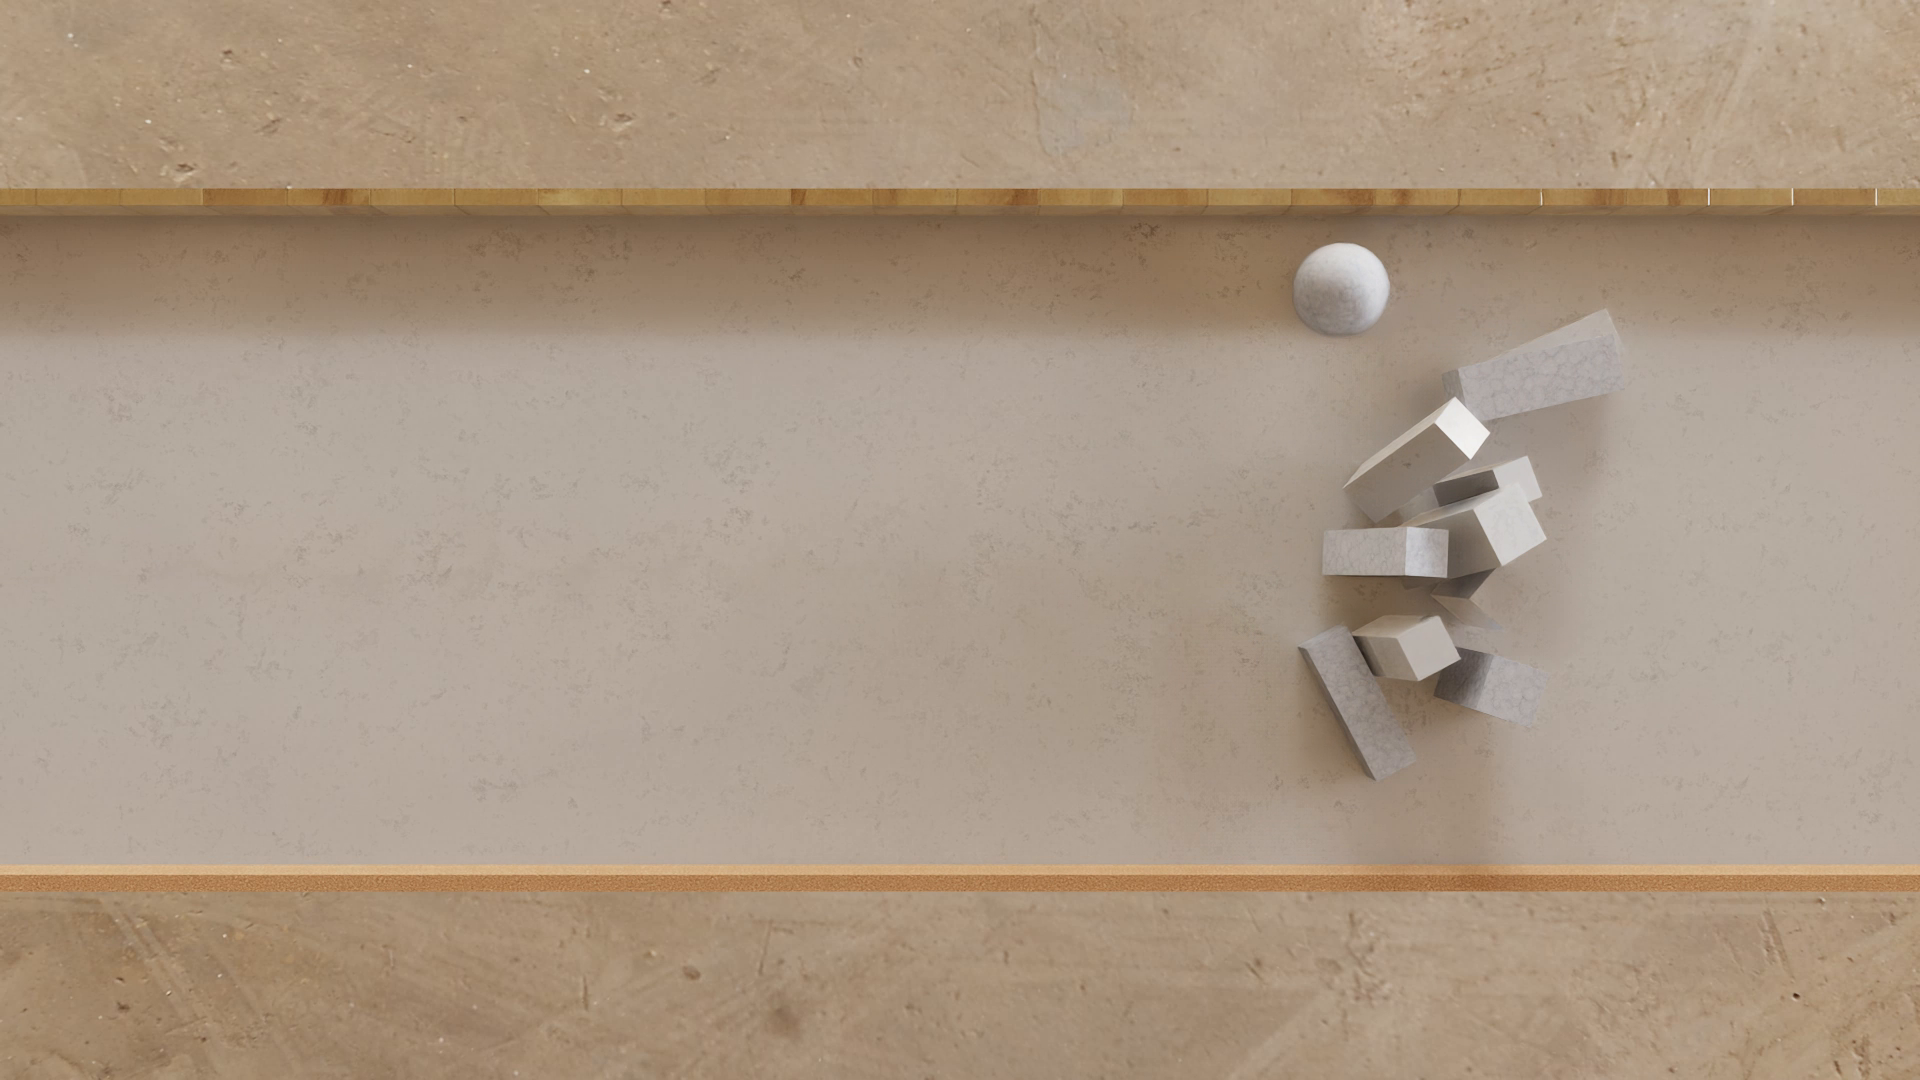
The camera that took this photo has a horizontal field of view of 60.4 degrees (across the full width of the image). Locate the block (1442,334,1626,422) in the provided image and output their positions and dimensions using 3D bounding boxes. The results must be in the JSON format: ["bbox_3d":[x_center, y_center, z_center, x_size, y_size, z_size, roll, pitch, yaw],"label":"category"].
[{"bbox_3d":[1.680,-0.465,4.845,0.459,0.165,0.165,-13,90,0],"label":"block"}]

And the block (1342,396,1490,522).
[{"bbox_3d":[1.340,-0.231,4.864,0.145,0.422,0.145,46,53,0],"label":"block"}]

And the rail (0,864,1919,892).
[{"bbox_3d":[-2.247,1.025,5.001,12.000,0.150,0.050,0,90,0],"label":"rail"}]

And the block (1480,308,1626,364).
[{"bbox_3d":[1.775,-0.540,5.002,0.405,0.149,0.149,-24,90,0],"label":"block"}]

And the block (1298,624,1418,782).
[{"bbox_3d":[1.204,0.493,5.007,0.139,0.139,0.449,-28,90,0],"label":"block"}]

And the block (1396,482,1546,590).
[{"bbox_3d":[1.463,-0.005,4.830,0.179,0.458,0.179,-27,90,-22],"label":"block"}]

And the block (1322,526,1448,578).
[{"bbox_3d":[1.241,0.039,4.836,0.135,0.456,0.135,4,88,-17],"label":"block"}]

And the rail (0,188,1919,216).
[{"bbox_3d":[-2.247,-1.025,5.002,12.000,0.150,0.050,0,90,0],"label":"rail"}]

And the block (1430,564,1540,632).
[{"bbox_3d":[1.549,0.160,4.883,0.145,0.388,0.145,41,90,0],"label":"block"}]

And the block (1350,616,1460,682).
[{"bbox_3d":[1.296,0.313,4.846,0.137,0.450,0.137,-27,90,-5],"label":"block"}]

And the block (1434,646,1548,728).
[{"bbox_3d":[1.560,0.428,4.867,0.165,0.419,0.165,19,90,0],"label":"block"}]

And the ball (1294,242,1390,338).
[{"bbox_3d":[1.141,-0.748,4.935,0.282,0.282,0.282,0,90,0],"label":"ball"}]

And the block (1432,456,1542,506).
[{"bbox_3d":[1.563,-0.148,4.907,0.126,0.316,0.126,-20,90,-18],"label":"block"}]
